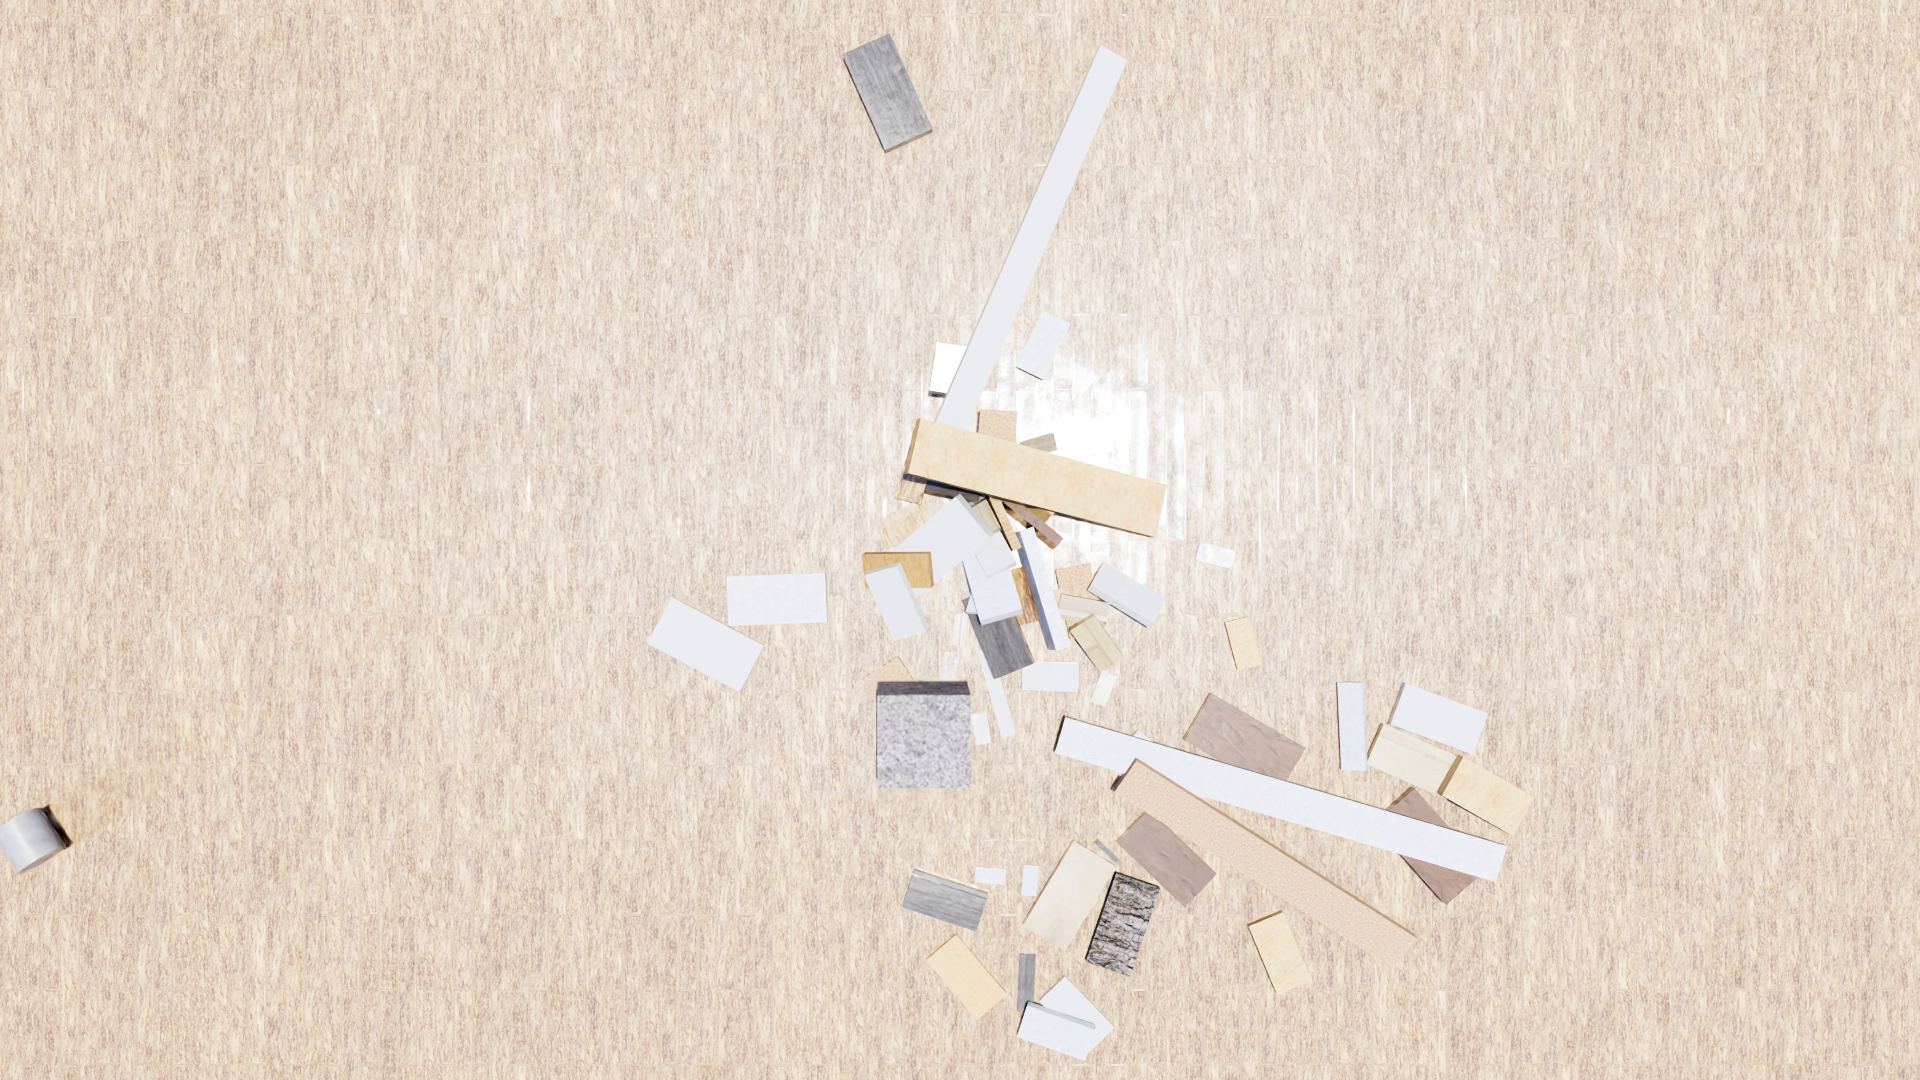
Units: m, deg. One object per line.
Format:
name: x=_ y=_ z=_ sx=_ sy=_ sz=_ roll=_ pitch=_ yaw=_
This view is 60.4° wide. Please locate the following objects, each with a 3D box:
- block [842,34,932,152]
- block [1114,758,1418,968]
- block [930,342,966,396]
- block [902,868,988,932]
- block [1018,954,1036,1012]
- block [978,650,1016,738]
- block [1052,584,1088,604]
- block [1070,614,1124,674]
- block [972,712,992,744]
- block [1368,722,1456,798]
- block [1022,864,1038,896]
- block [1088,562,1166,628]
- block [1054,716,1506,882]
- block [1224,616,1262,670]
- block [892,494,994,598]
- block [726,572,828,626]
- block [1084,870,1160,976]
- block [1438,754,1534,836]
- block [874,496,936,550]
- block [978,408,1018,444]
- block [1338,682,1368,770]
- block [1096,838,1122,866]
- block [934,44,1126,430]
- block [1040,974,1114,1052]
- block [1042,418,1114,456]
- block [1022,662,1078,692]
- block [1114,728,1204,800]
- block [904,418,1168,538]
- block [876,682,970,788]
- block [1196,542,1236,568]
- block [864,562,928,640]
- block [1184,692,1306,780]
block: x=-0.240 y=-1.483 z=5.476 sx=0.172 sy=0.049 sz=0.347 roll=-24 pitch=90 yaw=0
block: x=1.008 y=1.067 z=5.435 sx=1.109 sy=0.037 sz=0.130 roll=33 pitch=103 yaw=-3
block: x=-0.009 y=-0.551 z=5.422 sx=0.156 sy=0.156 sz=0.156 roll=9 pitch=90 yaw=0
block: x=-0.049 y=1.196 z=5.482 sx=0.259 sy=0.037 sz=0.130 roll=18 pitch=90 yaw=0
block: x=0.221 y=1.474 z=5.492 sx=0.054 sy=0.015 sz=0.191 roll=3 pitch=90 yaw=0
block: x=0.122 y=0.508 z=5.493 sx=0.048 sy=0.014 sz=0.301 roll=-16 pitch=90 yaw=0
block: x=0.361 y=0.186 z=5.458 sx=0.122 sy=0.017 sz=0.061 roll=-12 pitch=90 yaw=0
block: x=0.453 y=0.341 z=5.450 sx=0.094 sy=0.027 sz=0.187 roll=-32 pitch=108 yaw=12
block: x=0.071 y=0.628 z=5.493 sx=0.050 sy=0.014 sz=0.101 roll=-10 pitch=90 yaw=0
block: x=1.507 y=0.734 z=5.479 sx=0.290 sy=0.041 sz=0.145 roll=24 pitch=90 yaw=0
block: x=0.233 y=1.133 z=5.493 sx=0.050 sy=0.014 sz=0.101 roll=5 pitch=90 yaw=0
block: x=0.551 y=0.180 z=5.451 sx=0.241 sy=0.033 sz=0.116 roll=31 pitch=52 yaw=0
block: x=1.053 y=0.852 z=5.432 sx=1.506 sy=0.035 sz=0.123 roll=16 pitch=92 yaw=0
block: x=0.941 y=0.344 z=5.488 sx=0.082 sy=0.023 sz=0.165 roll=-15 pitch=90 yaw=0
block: x=-0.074 y=0.023 z=5.411 sx=0.345 sy=0.049 sz=0.172 roll=-40 pitch=90 yaw=23
block: x=-0.606 y=0.196 z=5.477 sx=0.326 sy=0.046 sz=0.163 roll=-2 pitch=90 yaw=0
block: x=0.540 y=1.274 z=5.478 sx=0.155 sy=0.044 sz=0.310 roll=19 pitch=90 yaw=0
block: x=1.739 y=0.844 z=5.456 sx=0.290 sy=0.041 sz=0.145 roll=30 pitch=89 yaw=-9
block: x=-0.173 y=-0.059 z=5.485 sx=0.206 sy=0.029 sz=0.103 roll=-25 pitch=90 yaw=0
block: x=0.124 y=-0.362 z=5.438 sx=0.125 sy=0.125 sz=0.125 roll=3 pitch=90 yaw=0
block: x=1.302 y=0.617 z=5.468 sx=0.082 sy=0.023 sz=0.291 roll=-3 pitch=90 yaw=32
block: x=0.493 y=1.037 z=5.473 sx=0.107 sy=0.054 sz=0.015 roll=43 pitch=90 yaw=0
block: x=0.219 y=-0.949 z=5.376 sx=0.103 sy=0.029 sz=1.460 roll=25 pitch=82 yaw=-16
block: x=0.388 y=1.573 z=5.483 sx=0.118 sy=0.033 sz=0.236 roll=-44 pitch=90 yaw=0
block: x=0.390 y=-0.340 z=5.484 sx=0.231 sy=0.033 sz=0.116 roll=-5 pitch=90 yaw=0
block: x=0.300 y=0.454 z=5.487 sx=0.187 sy=0.027 sz=0.094 roll=2 pitch=90 yaw=0
block: x=0.660 y=0.788 z=5.478 sx=0.310 sy=0.044 sz=0.155 roll=40 pitch=90 yaw=0
block: x=0.254 y=-0.197 z=5.340 sx=0.872 sy=0.051 sz=0.179 roll=14 pitch=85 yaw=-17
block: x=-0.118 y=0.623 z=5.310 sx=0.294 sy=0.294 sz=0.294 roll=0 pitch=93 yaw=-2
block: x=0.850 y=0.052 z=5.491 sx=0.122 sy=0.017 sz=0.061 roll=14 pitch=90 yaw=0
block: x=-0.208 y=0.203 z=5.428 sx=0.123 sy=0.035 sz=0.246 roll=-17 pitch=107 yaw=23
block: x=0.943 y=0.674 z=5.475 sx=0.358 sy=0.051 sz=0.179 roll=30 pitch=90 yaw=0
